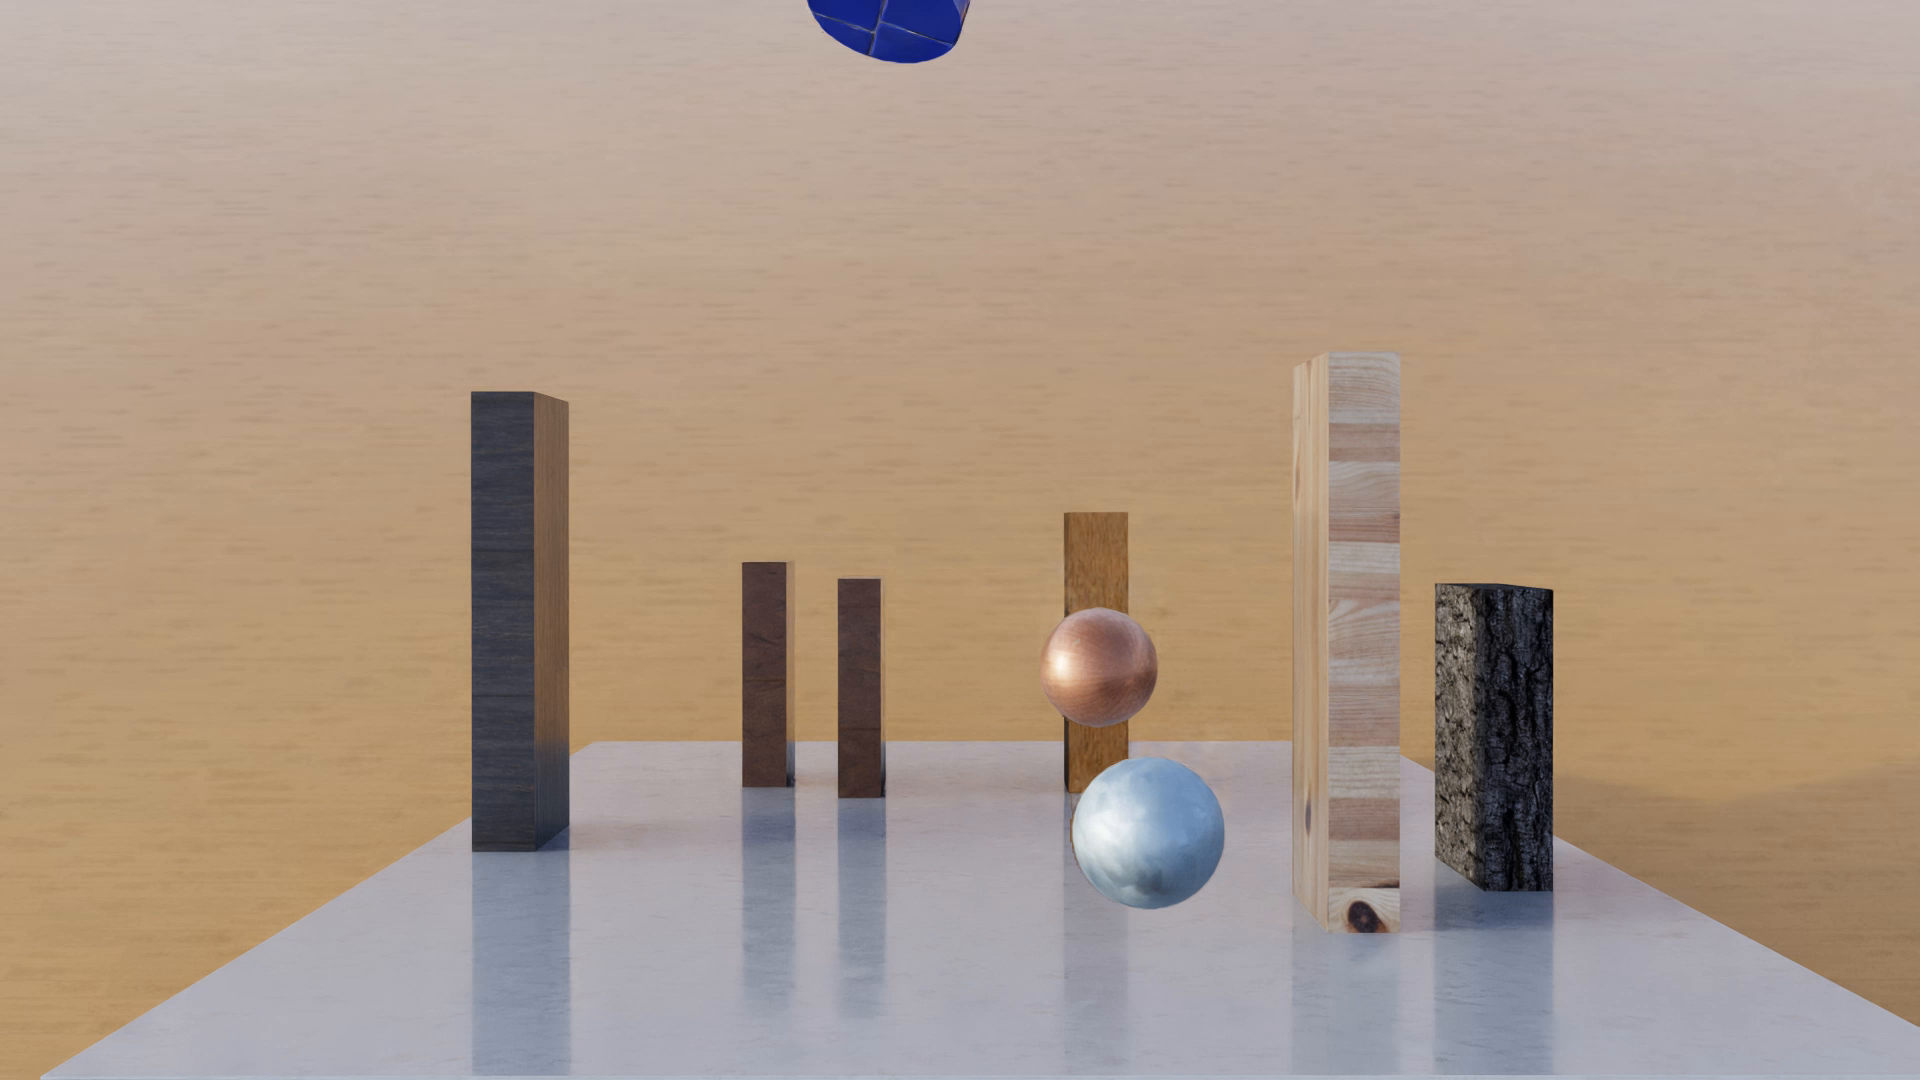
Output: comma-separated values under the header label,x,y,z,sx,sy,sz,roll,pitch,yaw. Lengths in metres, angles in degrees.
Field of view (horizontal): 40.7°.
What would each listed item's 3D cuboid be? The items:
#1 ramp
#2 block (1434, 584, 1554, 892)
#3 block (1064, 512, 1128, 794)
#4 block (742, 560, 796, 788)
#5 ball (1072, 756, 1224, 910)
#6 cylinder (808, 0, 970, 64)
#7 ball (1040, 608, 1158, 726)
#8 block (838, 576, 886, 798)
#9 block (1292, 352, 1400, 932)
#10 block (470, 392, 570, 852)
label,x,y,z,sx,sy,sz,roll,pitch,yaw
ramp,0.065,0.580,4.626,2.000,0.100,4.000,0,0,0
block,0.850,0.303,4.135,0.104,0.459,0.409,0,0,0
block,0.287,0.233,5.470,0.122,0.582,0.251,0,0,0
block,-0.415,0.284,5.624,0.094,0.477,0.293,0,0,0
ball,0.192,0.299,2.639,0.155,0.155,0.155,0,29,0
cylinder,-0.059,-0.608,2.664,0.163,0.163,0.163,8,62,14
ball,0.161,0.148,3.002,0.138,0.138,0.138,0,29,0
block,-0.205,0.301,5.431,0.088,0.447,0.344,0,0,0
block,0.552,0.139,3.724,0.097,0.795,0.383,0,0,0
block,-0.779,0.138,4.601,0.107,0.785,0.396,0,0,0
